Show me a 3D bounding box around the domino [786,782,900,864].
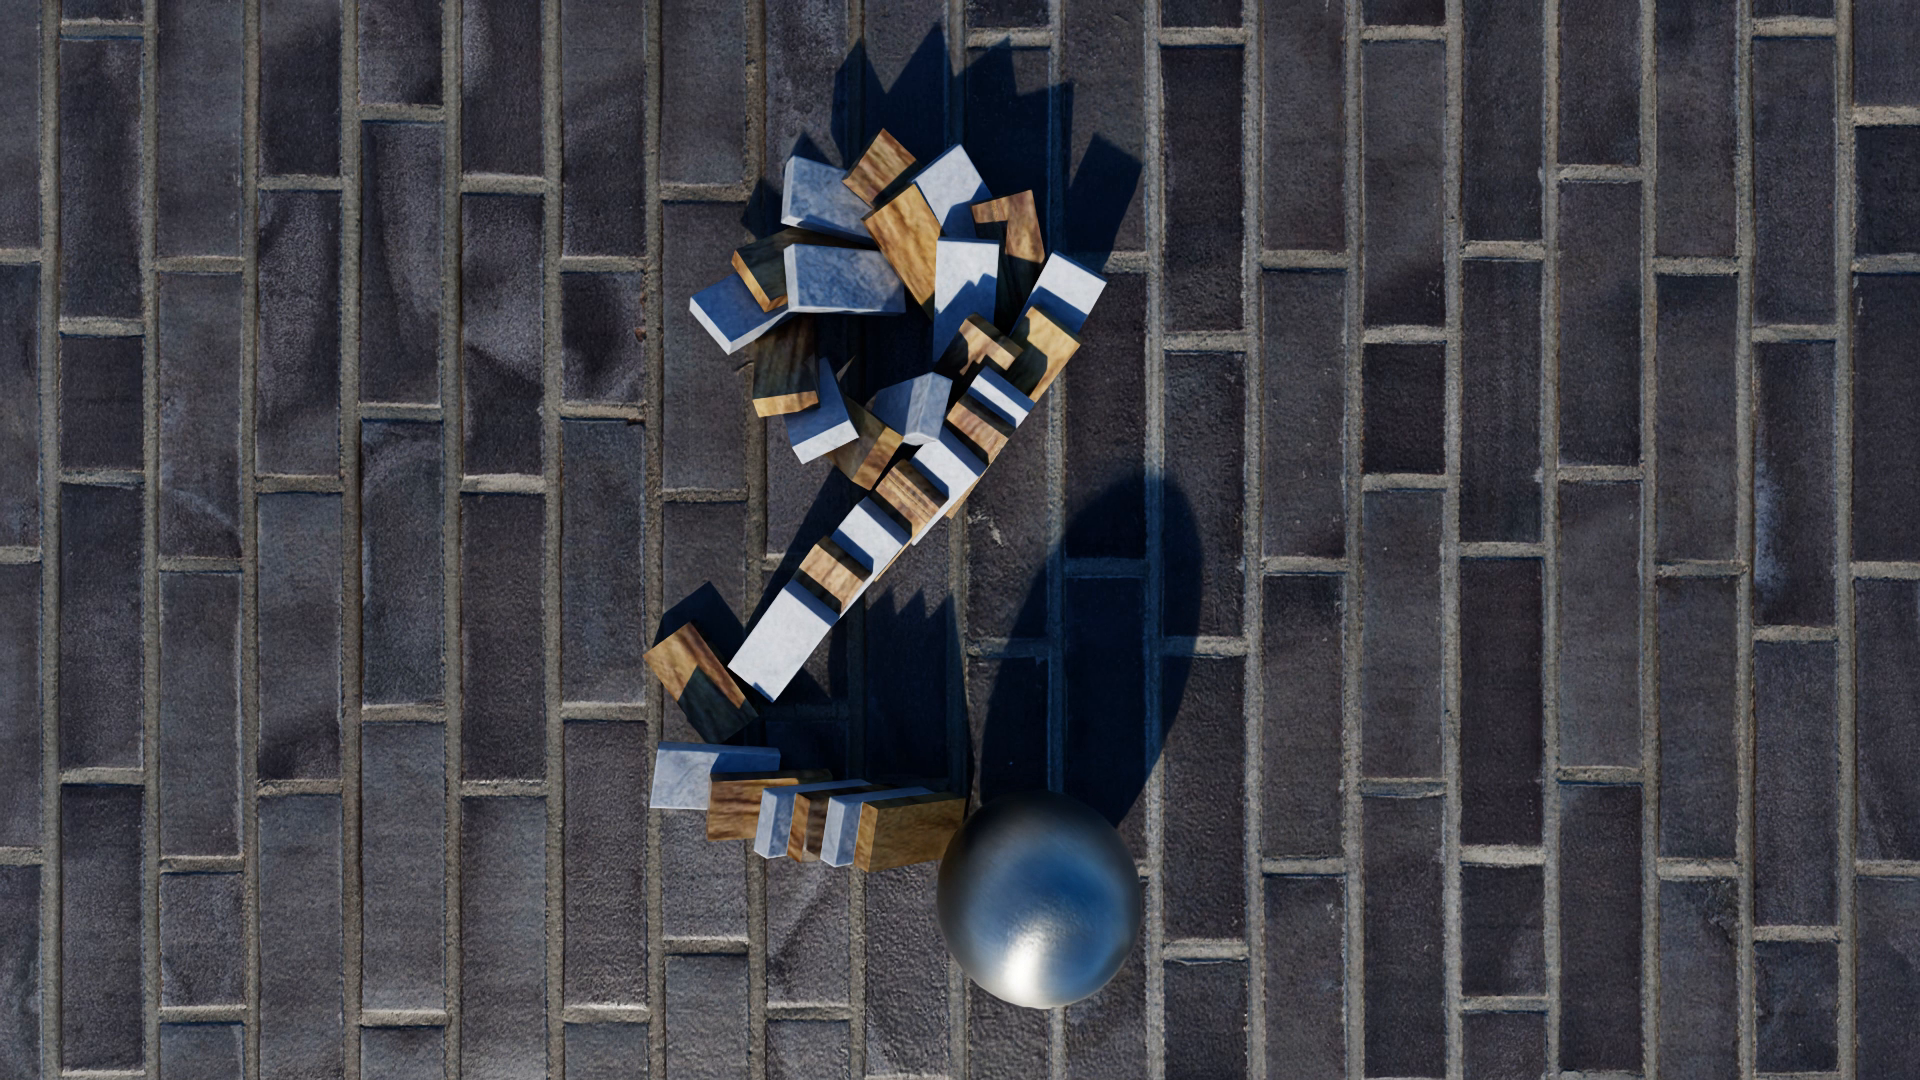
[{"bbox_3d":[-0.046,0.116,0.379,0.009,0.050,0.025,9,90,45],"label":"domino"}]

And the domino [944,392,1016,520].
[{"bbox_3d":[-0.001,-0.034,0.379,0.025,0.010,0.050,36,130,-1],"label":"domino"}]

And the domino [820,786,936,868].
[{"bbox_3d":[-0.033,0.118,0.379,0.010,0.050,0.025,9,90,45],"label":"domino"}]

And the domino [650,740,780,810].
[{"bbox_3d":[-0.103,0.100,0.387,0.050,0.009,0.025,8,94,-19],"label":"domino"}]

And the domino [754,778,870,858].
[{"bbox_3d":[-0.060,0.114,0.379,0.009,0.050,0.025,9,90,45],"label":"domino"}]

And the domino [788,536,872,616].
[{"bbox_3d":[-0.061,0.025,0.384,0.025,0.009,0.050,39,118,0],"label":"domino"}]

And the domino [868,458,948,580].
[{"bbox_3d":[-0.029,-0.008,0.382,0.025,0.009,0.050,43,125,0],"label":"domino"}]

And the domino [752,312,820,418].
[{"bbox_3d":[-0.072,-0.074,0.381,0.025,0.010,0.050,-8,51,0],"label":"domino"}]

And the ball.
[{"bbox_3d":[0.031,0.139,0.360,0.080,0.080,0.080,0,90,0],"label":"ball"}]

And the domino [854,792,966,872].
[{"bbox_3d":[-0.020,0.120,0.379,0.009,0.050,0.025,9,90,45],"label":"domino"}]

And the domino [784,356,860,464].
[{"bbox_3d":[-0.060,-0.055,0.379,0.025,0.050,0.010,-25,134,1],"label":"domino"}]

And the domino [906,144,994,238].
[{"bbox_3d":[0.003,-0.136,0.384,0.025,0.010,0.050,-38,117,0],"label":"domino"}]

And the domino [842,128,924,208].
[{"bbox_3d":[-0.022,-0.144,0.384,0.050,0.009,0.025,35,90,-28],"label":"domino"}]

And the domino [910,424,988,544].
[{"bbox_3d":[-0.013,-0.022,0.380,0.025,0.010,0.050,43,130,-2],"label":"domino"}]

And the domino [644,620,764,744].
[{"bbox_3d":[-0.111,0.062,0.395,0.025,0.009,0.050,-36,90,0],"label":"domino"}]

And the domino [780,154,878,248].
[{"bbox_3d":[-0.048,-0.140,0.383,0.050,0.010,0.025,5,90,-30],"label":"domino"}]

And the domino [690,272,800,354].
[{"bbox_3d":[-0.085,-0.101,0.384,0.050,0.010,0.025,-39,87,-27],"label":"domino"}]

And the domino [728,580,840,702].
[{"bbox_3d":[-0.074,0.043,0.385,0.025,0.009,0.050,39,116,0],"label":"domino"}]

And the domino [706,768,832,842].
[{"bbox_3d":[-0.080,0.111,0.385,0.050,0.009,0.025,3,95,-22],"label":"domino"}]

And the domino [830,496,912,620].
[{"bbox_3d":[-0.045,0.008,0.383,0.025,0.010,0.050,43,120,0],"label":"domino"}]

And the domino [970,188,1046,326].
[{"bbox_3d":[0.022,-0.118,0.385,0.025,0.010,0.050,-16,117,0],"label":"domino"}]

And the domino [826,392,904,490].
[{"bbox_3d":[-0.044,-0.042,0.376,0.010,0.050,0.025,29,98,-38],"label":"domino"}]

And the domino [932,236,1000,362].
[{"bbox_3d":[0.002,-0.099,0.383,0.025,0.010,0.050,4,118,1],"label":"domino"}]

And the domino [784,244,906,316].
[{"bbox_3d":[-0.047,-0.108,0.381,0.050,0.009,0.025,-7,95,-34],"label":"domino"}]

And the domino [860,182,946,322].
[{"bbox_3d":[-0.017,-0.120,0.383,0.025,0.009,0.050,-37,120,0],"label":"domino"}]

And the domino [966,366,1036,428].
[{"bbox_3d":[0.007,-0.045,0.380,0.025,0.009,0.050,37,130,-2],"label":"domino"}]

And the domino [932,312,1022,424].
[{"bbox_3d":[0.002,-0.067,0.380,0.025,0.009,0.050,39,130,0],"label":"domino"}]

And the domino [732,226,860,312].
[{"bbox_3d":[-0.067,-0.117,0.384,0.050,0.010,0.025,-34,90,-29],"label":"domino"}]

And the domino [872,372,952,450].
[{"bbox_3d":[-0.022,-0.051,0.374,0.010,0.050,0.025,17,81,-29],"label":"domino"}]

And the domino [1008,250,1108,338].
[{"bbox_3d":[0.038,-0.092,0.384,0.025,0.010,0.050,28,117,-2],"label":"domino"}]

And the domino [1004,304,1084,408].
[{"bbox_3d":[0.026,-0.071,0.384,0.025,0.009,0.050,38,118,0],"label":"domino"}]
